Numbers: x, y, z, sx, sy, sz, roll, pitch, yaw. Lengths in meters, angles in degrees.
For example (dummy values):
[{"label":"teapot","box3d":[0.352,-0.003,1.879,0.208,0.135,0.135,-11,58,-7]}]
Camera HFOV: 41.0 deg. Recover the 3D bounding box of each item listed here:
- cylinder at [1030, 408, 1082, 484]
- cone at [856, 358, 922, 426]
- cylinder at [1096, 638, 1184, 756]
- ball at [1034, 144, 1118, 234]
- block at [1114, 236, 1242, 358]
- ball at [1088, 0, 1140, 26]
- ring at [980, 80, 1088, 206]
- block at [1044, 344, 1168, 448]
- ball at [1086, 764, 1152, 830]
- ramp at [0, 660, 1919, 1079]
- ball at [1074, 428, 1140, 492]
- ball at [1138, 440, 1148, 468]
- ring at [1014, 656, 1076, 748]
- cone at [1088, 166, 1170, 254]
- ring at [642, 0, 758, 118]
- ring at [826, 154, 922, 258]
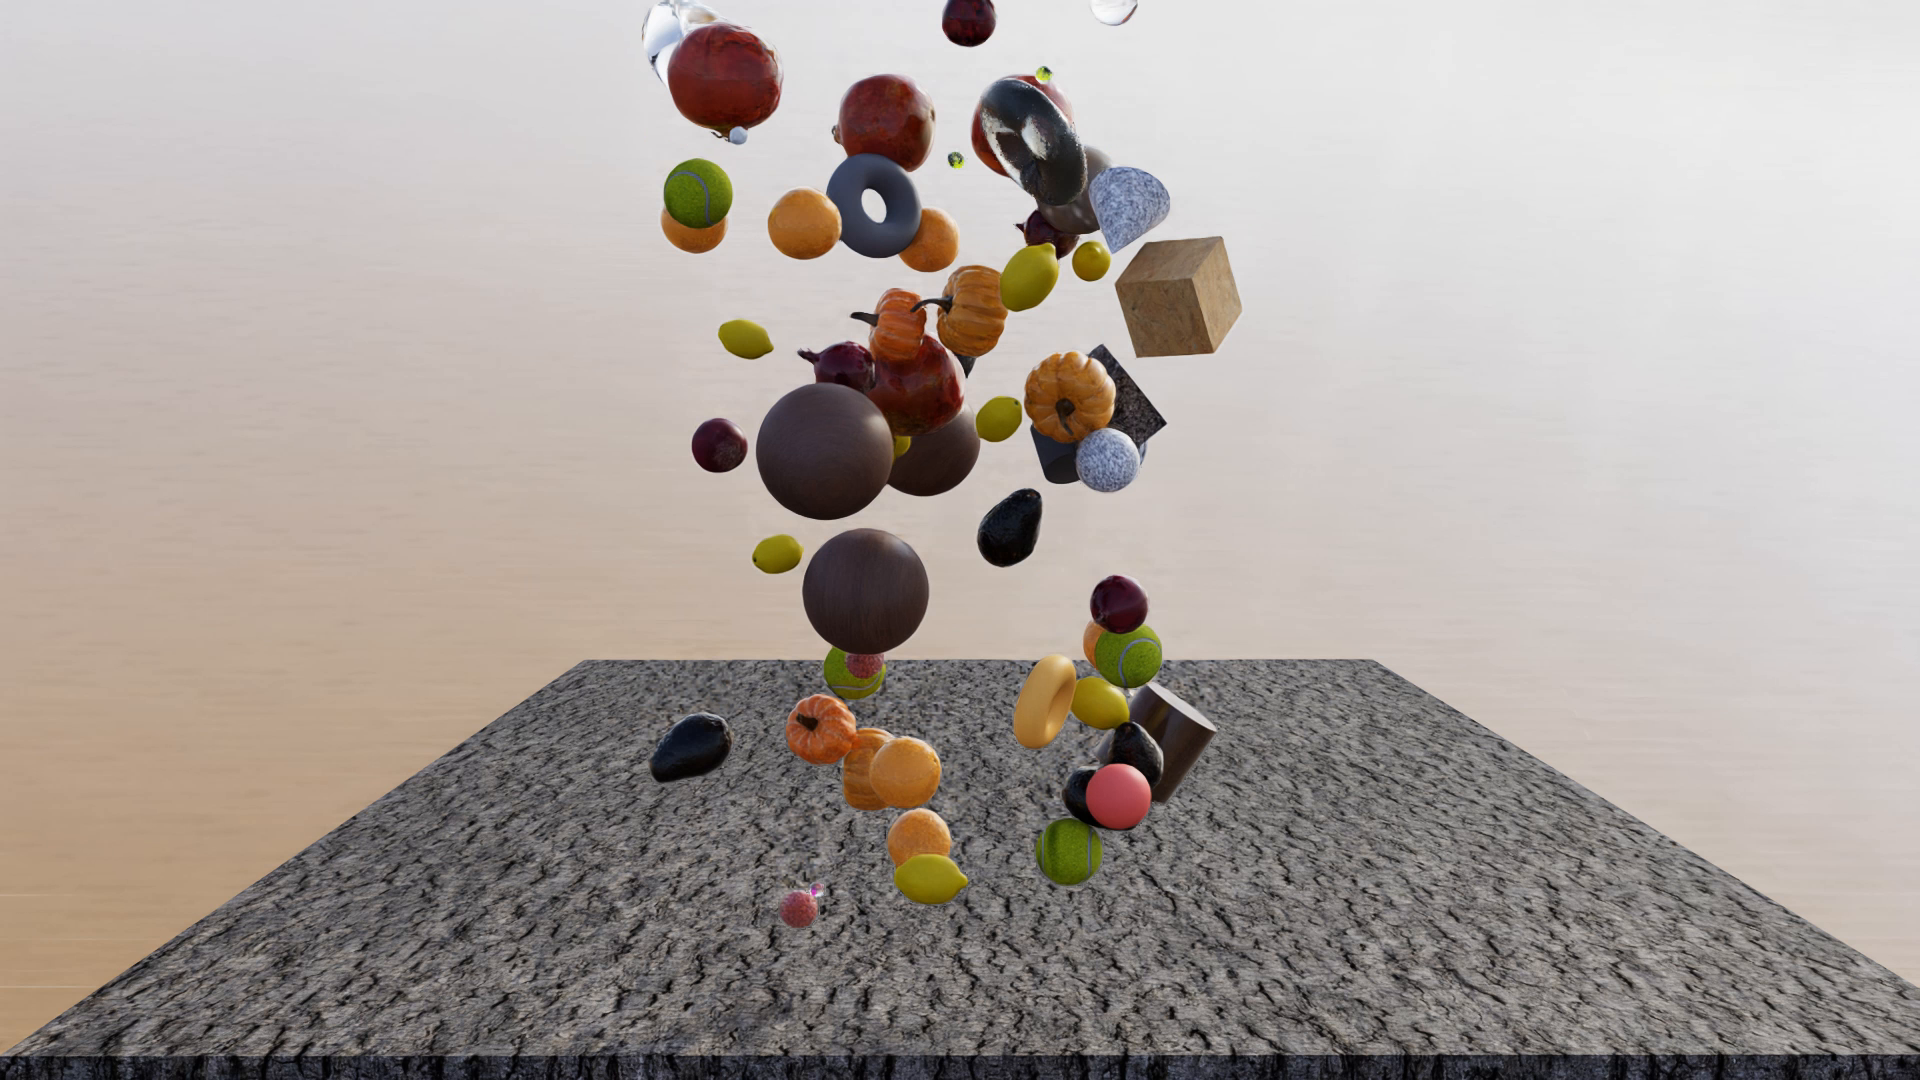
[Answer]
[{"label":"cylinder","box3d":[0.111,-0.101,2.743,0.059,0.059,0.059,-6,58,-16]},{"label":"cone","box3d":[-0.059,-0.173,2.732,0.077,0.077,0.077,18,53,-25]},{"label":"cylinder","box3d":[0.202,0.177,2.892,0.099,0.099,0.099,-2,23,1]},{"label":"ball","box3d":[0.122,-0.359,2.632,0.092,0.092,0.092,0,22,0]},{"label":"block","box3d":[0.203,-0.225,2.380,0.079,0.079,0.079,-1,34,31]},{"label":"ball","box3d":[0.162,-0.567,2.701,0.053,0.053,0.053,0,22,0]},{"label":"ring","box3d":[0.073,-0.392,2.537,0.046,0.139,0.139,-38,34,-14]},{"label":"block","box3d":[0.150,-0.138,2.659,0.079,0.079,0.079,-39,31,5]},{"label":"ball","box3d":[0.162,0.262,2.628,0.067,0.067,0.067,0,22,0]},{"label":"ramp","box3d":[0.050,0.455,4.532,2.000,0.100,4.000,0,3,0]},{"label":"ball","box3d":[0.143,-0.077,2.495,0.063,0.063,0.063,0,22,0]},{"label":"ball","box3d":[0.171,-0.110,2.944,0.088,0.088,0.088,0,22,0]},{"label":"ring","box3d":[0.087,0.164,2.614,0.034,0.101,0.101,21,28,20]},{"label":"cone","box3d":[0.148,-0.288,2.365,0.078,0.078,0.078,6,50,15]},{"label":"ring","box3d":[-0.264,-0.491,2.613,0.046,0.139,0.139,-35,3,31]},{"label":"ring","box3d":[-0.092,-0.359,2.758,0.115,0.115,0.038,-17,1,-36]}]
